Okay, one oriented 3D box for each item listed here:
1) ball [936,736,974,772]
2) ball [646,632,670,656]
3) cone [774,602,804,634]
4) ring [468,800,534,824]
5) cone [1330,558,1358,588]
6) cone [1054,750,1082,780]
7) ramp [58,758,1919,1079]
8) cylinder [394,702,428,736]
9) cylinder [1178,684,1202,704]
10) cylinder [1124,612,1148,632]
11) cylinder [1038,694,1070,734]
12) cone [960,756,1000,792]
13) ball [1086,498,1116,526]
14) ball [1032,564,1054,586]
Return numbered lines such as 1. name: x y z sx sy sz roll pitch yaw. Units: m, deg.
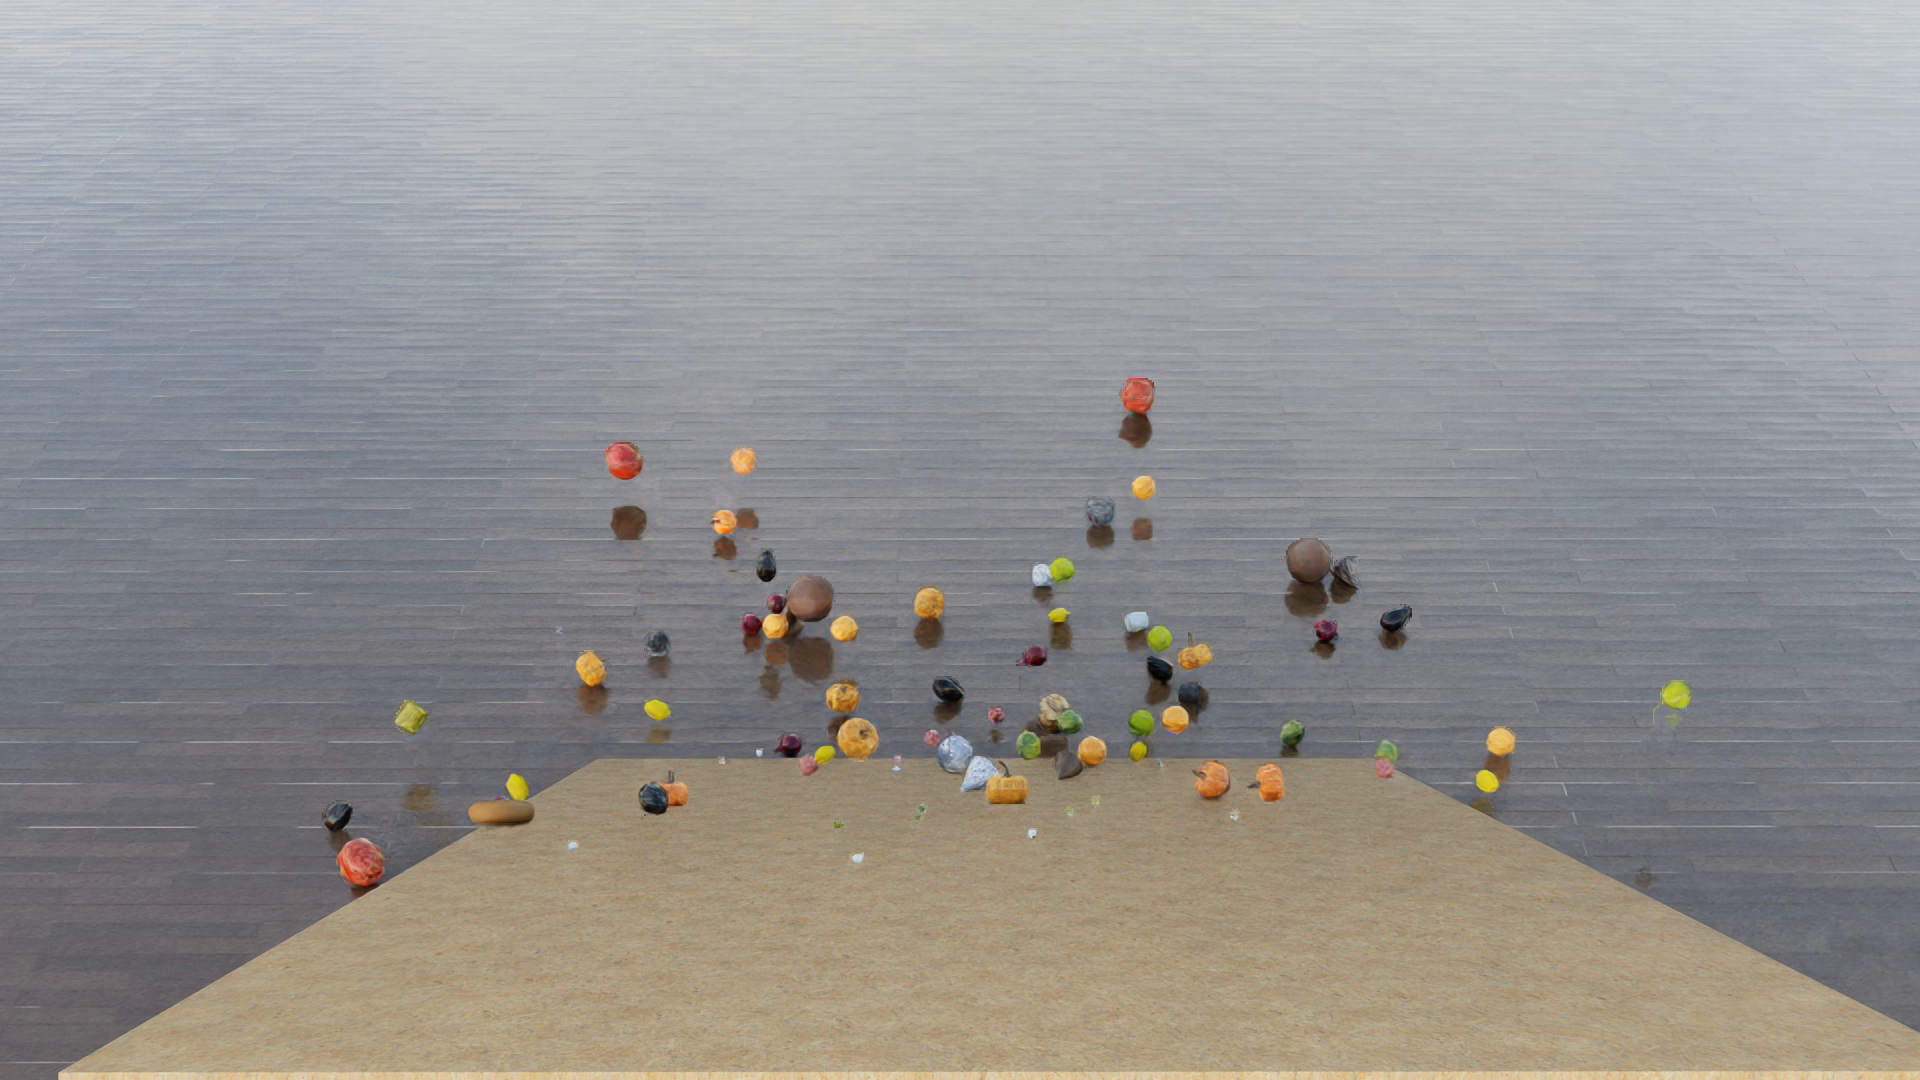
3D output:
1. ball: -0.012 0.517 6.250 0.089 0.089 0.089 0 31 0
2. ball: -0.844 0.292 7.234 0.068 0.068 0.068 0 31 0
3. cone: -0.487 0.208 7.359 0.086 0.086 0.086 0 31 0
4. ring: -0.904 0.537 5.104 0.128 0.043 0.128 1 -4 0
5. cone: 1.142 0.111 7.569 0.085 0.085 0.085 -15 59 -23
6. cone: 0.241 0.545 6.085 0.072 0.072 0.072 12 31 19
7. ramp: 0.068 0.606 4.672 2.000 0.100 4.000 0 0 0
8. cylinder: -1.431 0.466 6.752 0.064 0.064 0.064 22 72 33
9. cylinder: 0.625 0.417 7.031 0.052 0.052 0.052 5 31 16
10. cylinder: 0.502 0.232 7.342 0.053 0.053 0.053 -8 32 -14
11. cylinder: 0.250 0.464 6.889 0.079 0.079 0.079 0 58 0
12. cone: 0.028 0.540 5.782 0.088 0.088 0.088 24 42 34
13. ball: 0.427 -0.086 7.856 0.088 0.088 0.088 0 31 0
14. ball: 0.242 0.103 7.556 0.066 0.066 0.066 0 31 0
